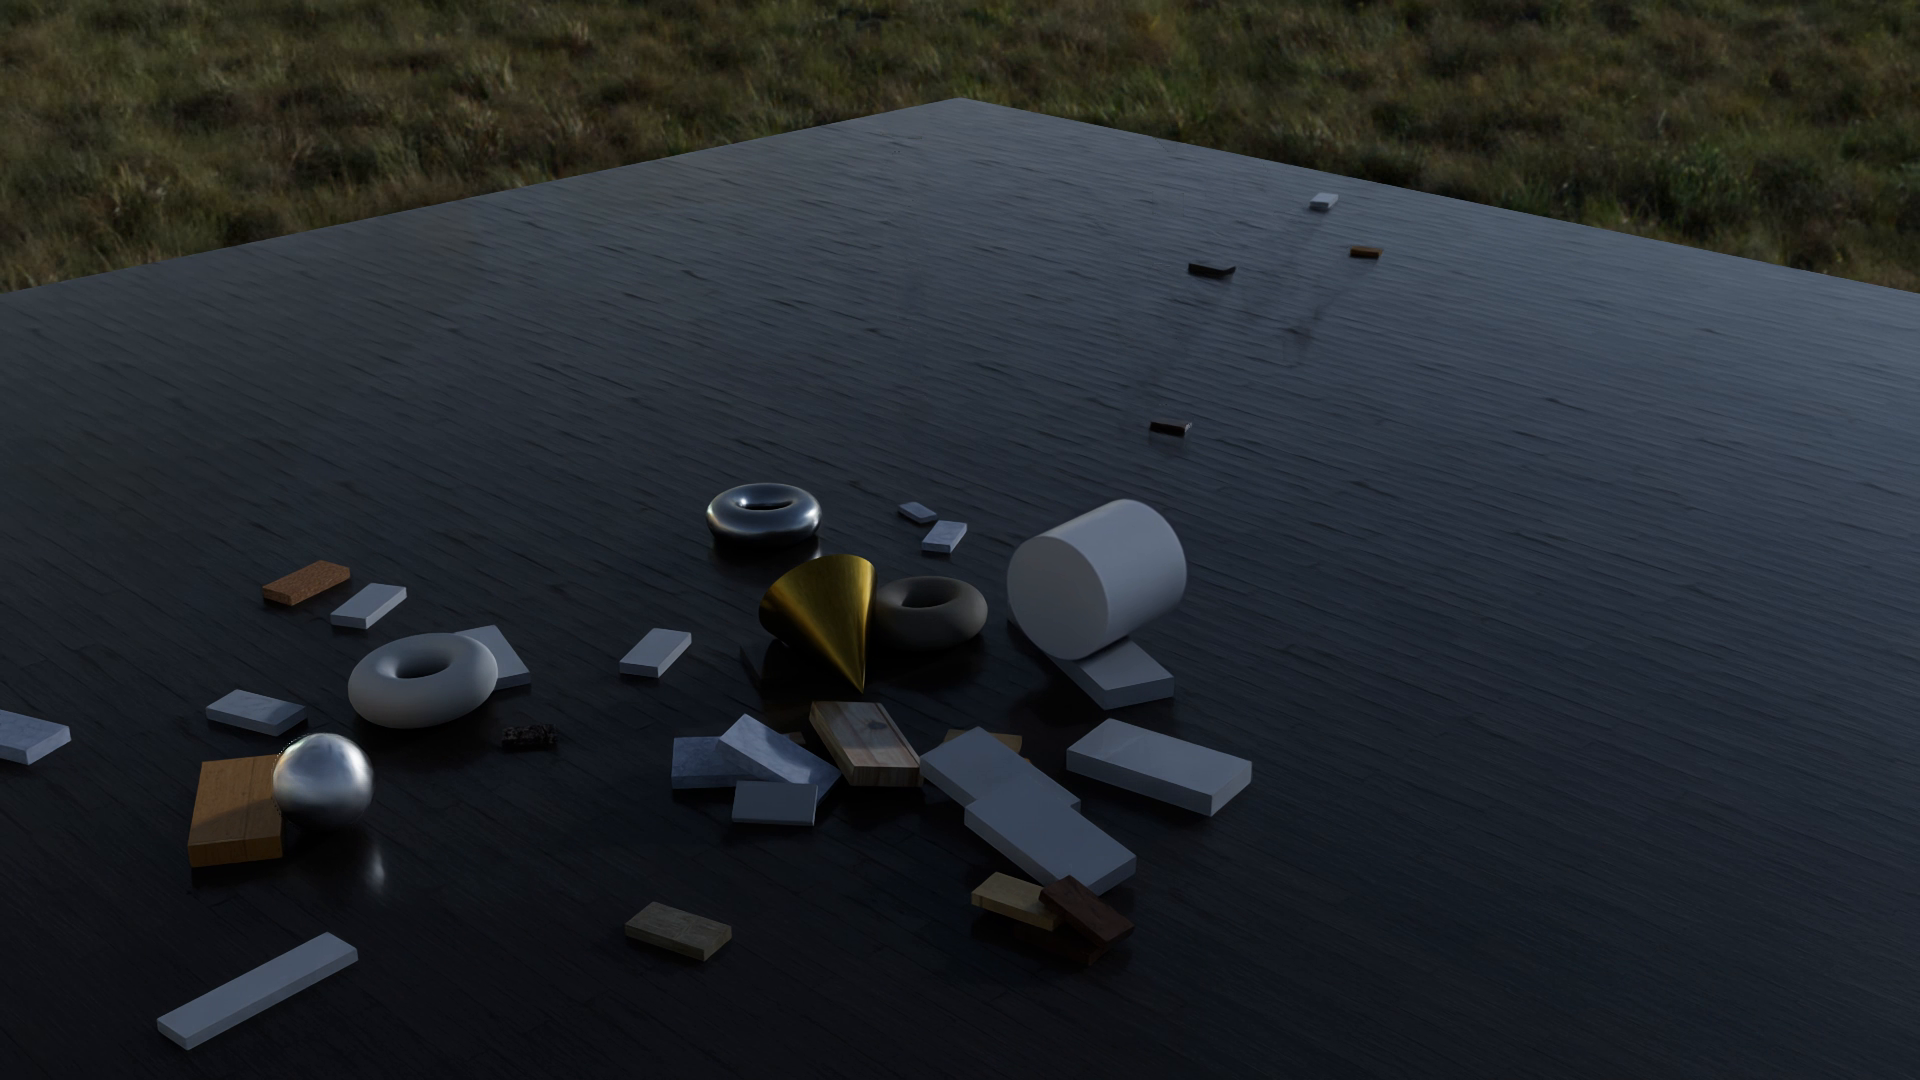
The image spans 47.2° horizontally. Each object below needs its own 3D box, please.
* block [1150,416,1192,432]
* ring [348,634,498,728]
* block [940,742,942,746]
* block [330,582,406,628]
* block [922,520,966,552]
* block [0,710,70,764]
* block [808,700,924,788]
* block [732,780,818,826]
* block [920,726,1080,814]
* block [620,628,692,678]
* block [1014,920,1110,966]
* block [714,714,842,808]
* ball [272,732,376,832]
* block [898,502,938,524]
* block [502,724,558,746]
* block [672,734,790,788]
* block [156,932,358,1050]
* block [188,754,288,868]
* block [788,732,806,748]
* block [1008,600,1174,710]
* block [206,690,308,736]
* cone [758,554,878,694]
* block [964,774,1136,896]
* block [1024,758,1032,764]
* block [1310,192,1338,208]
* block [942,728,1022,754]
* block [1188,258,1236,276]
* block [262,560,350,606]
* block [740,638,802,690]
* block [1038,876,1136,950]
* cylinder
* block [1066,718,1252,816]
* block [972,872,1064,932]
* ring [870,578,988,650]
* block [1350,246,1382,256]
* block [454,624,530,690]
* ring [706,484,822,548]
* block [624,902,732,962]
[{"bbox_3d":[0.629,-0.344,6.553,0.109,0.015,0.054,12,26,25],"label":"block"},{"bbox_3d":[-1.191,0.310,4.880,0.328,0.109,0.328,-4,24,2],"label":"ring"},{"bbox_3d":[0.013,0.466,4.595,0.160,0.023,0.080,5,32,29],"label":"block"},{"bbox_3d":[-1.438,0.160,5.350,0.096,0.027,0.192,6,24,15],"label":"block"},{"bbox_3d":[-0.040,-0.009,5.755,0.077,0.022,0.155,6,24,15],"label":"block"},{"bbox_3d":[-2.052,0.419,4.730,0.242,0.034,0.121,10,25,22],"label":"block"},{"bbox_3d":[-0.198,0.429,4.648,0.158,0.045,0.316,4,20,-22],"label":"block"},{"bbox_3d":[-0.372,0.530,4.426,0.164,0.023,0.082,2,60,6],"label":"block"},{"bbox_3d":[0.079,0.499,4.453,0.158,0.045,0.316,-25,40,-32],"label":"block"},{"bbox_3d":[-0.707,0.261,5.110,0.096,0.027,0.192,7,24,15],"label":"block"},{"bbox_3d":[0.189,0.724,4.024,0.164,0.023,0.082,16,27,32],"label":"block"},{"bbox_3d":[-0.372,0.456,4.524,0.242,0.034,0.121,30,30,9],"label":"block"},{"bbox_3d":[-1.264,0.482,4.373,0.197,0.197,0.197,0,23,0],"label":"ball"},{"bbox_3d":[-0.114,-0.074,5.916,0.054,0.015,0.109,-15,27,-31],"label":"block"},{"bbox_3d":[-0.929,0.421,4.746,0.115,0.016,0.058,-4,23,-9],"label":"block"},{"bbox_3d":[-0.477,0.462,4.593,0.242,0.034,0.121,-2,36,-3],"label":"block"},{"bbox_3d":[-1.231,0.790,3.868,0.088,0.025,0.349,18,29,36],"label":"block"},{"bbox_3d":[-1.446,0.540,4.425,0.172,0.049,0.345,-5,24,-12],"label":"block"},{"bbox_3d":[-0.392,0.437,4.709,0.115,0.016,0.058,-6,24,-15],"label":"block"},{"bbox_3d":[0.296,0.248,5.114,0.172,0.049,0.522,-10,25,-21],"label":"block"},{"bbox_3d":[-1.546,0.379,4.832,0.196,0.028,0.098,10,25,23],"label":"block"},{"bbox_3d":[-0.273,0.240,5.026,0.294,0.294,0.294,-10,52,-23],"label":"cone"},{"bbox_3d":[0.172,0.579,4.250,0.158,0.045,0.316,-26,43,-34],"label":"block"},{"bbox_3d":[0.126,0.503,4.546,0.080,0.023,0.160,-6,24,-14],"label":"block"},{"bbox_3d":[1.492,-1.393,9.016,0.077,0.022,0.155,10,25,22],"label":"block"},{"bbox_3d":[0.047,0.439,4.697,0.160,0.023,0.080,4,23,10],"label":"block"},{"bbox_3d":[0.927,-1.003,8.097,0.155,0.022,0.077,19,29,37],"label":"block"},{"bbox_3d":[-1.627,0.106,5.476,0.098,0.028,0.196,13,26,28],"label":"block"},{"bbox_3d":[-0.436,0.285,5.055,0.096,0.027,0.192,-8,24,-18],"label":"block"},{"bbox_3d":[0.232,0.682,4.026,0.164,0.023,0.082,35,36,32],"label":"block"},{"bbox_3d":[0.315,0.088,5.052,0.294,0.294,0.294,19,30,38],"label":"cylinder"},{"bbox_3d":[0.414,0.471,4.588,0.345,0.049,0.172,15,27,32],"label":"block"},{"bbox_3d":[0.119,0.671,4.087,0.175,0.025,0.088,14,27,30],"label":"block"},{"bbox_3d":[-0.087,0.173,5.221,0.307,0.102,0.307,-3,20,1],"label":"ring"},{"bbox_3d":[1.538,-1.091,8.313,0.109,0.015,0.054,11,25,24],"label":"block"},{"bbox_3d":[-1.083,0.271,5.086,0.098,0.028,0.284,-11,25,-25],"label":"block"},{"bbox_3d":[-0.515,-0.064,5.784,0.306,0.102,0.306,0,22,0],"label":"ring"},{"bbox_3d":[-0.517,0.718,4.038,0.175,0.025,0.088,12,26,26],"label":"block"}]
